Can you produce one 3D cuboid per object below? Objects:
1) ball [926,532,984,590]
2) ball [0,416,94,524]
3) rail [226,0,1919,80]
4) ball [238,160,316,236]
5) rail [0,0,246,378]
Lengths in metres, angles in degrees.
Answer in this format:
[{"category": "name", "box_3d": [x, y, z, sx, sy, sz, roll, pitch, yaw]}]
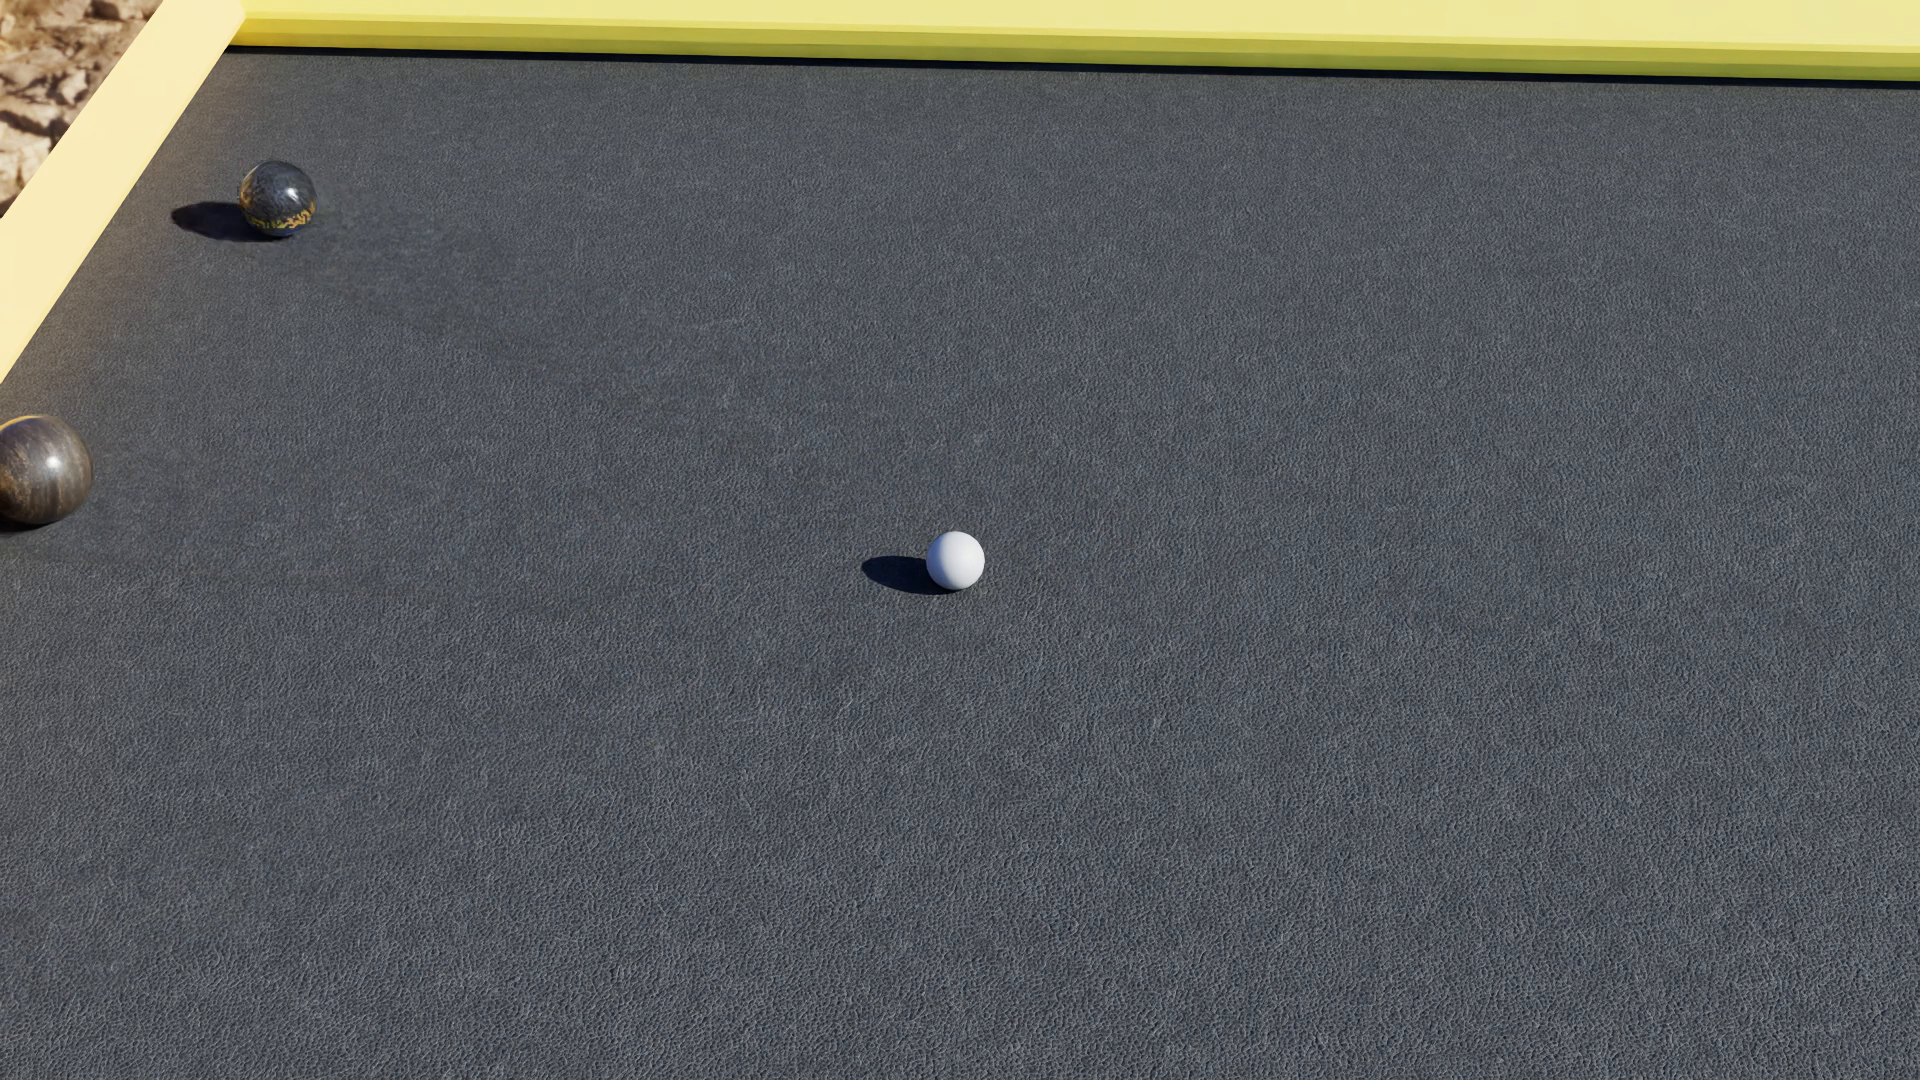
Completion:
[{"category": "ball", "box_3d": [-0.003, 0.015, 1.808, 0.041, 0.041, 0.041, 0, 35, 0]}, {"category": "ball", "box_3d": [-0.673, -0.051, 1.868, 0.079, 0.079, 0.079, 0, 35, 0]}, {"category": "rail", "box_3d": [0.823, -0.479, 2.449, 3.128, 0.103, 0.045, 2, 35, 2]}, {"category": "ball", "box_3d": [-0.592, -0.296, 2.225, 0.065, 0.065, 0.065, 0, 35, 0]}, {"category": "rail", "box_3d": [-0.757, -0.039, 1.829, 0.045, 0.103, 1.724, 2, 35, 2]}]
